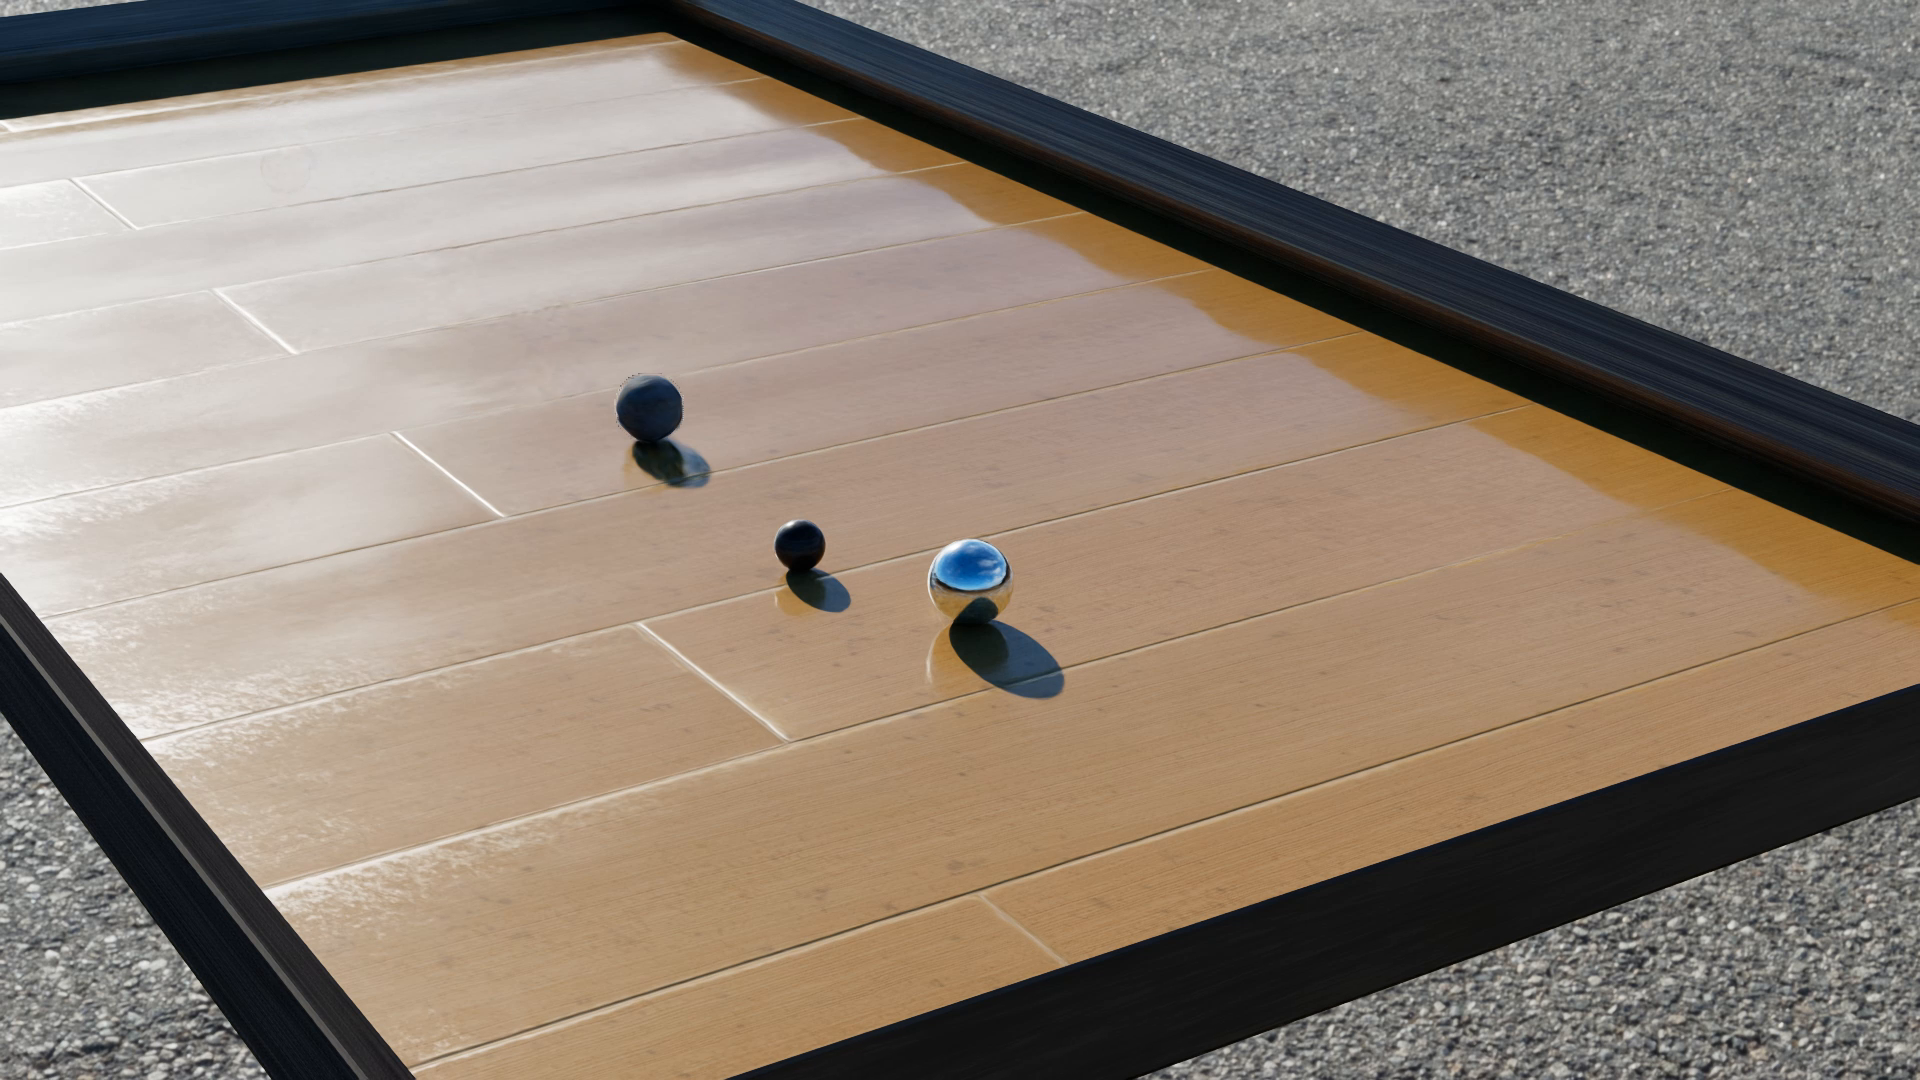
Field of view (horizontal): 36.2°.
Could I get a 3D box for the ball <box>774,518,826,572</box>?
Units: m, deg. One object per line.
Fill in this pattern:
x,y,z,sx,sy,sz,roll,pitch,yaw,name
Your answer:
-0.130,0.004,2.381,0.042,0.042,0.042,0,23,0,ball

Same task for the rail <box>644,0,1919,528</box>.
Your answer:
0.238,-0.384,3.249,0.045,0.088,2.732,-14,26,-29,rail

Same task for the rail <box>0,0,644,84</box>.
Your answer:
-1.073,-0.678,3.953,1.463,0.088,0.045,-14,26,-29,rail

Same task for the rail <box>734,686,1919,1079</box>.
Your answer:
0.349,0.200,1.853,1.463,0.088,0.045,-14,26,-29,rail

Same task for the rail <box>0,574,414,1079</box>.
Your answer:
-0.962,-0.095,2.557,0.045,0.088,2.732,-14,26,-29,rail

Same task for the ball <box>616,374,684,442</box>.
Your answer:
-0.280,-0.119,2.654,0.060,0.060,0.060,0,23,0,ball

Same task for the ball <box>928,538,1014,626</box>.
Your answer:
0.008,0.033,2.281,0.068,0.068,0.068,0,23,0,ball
